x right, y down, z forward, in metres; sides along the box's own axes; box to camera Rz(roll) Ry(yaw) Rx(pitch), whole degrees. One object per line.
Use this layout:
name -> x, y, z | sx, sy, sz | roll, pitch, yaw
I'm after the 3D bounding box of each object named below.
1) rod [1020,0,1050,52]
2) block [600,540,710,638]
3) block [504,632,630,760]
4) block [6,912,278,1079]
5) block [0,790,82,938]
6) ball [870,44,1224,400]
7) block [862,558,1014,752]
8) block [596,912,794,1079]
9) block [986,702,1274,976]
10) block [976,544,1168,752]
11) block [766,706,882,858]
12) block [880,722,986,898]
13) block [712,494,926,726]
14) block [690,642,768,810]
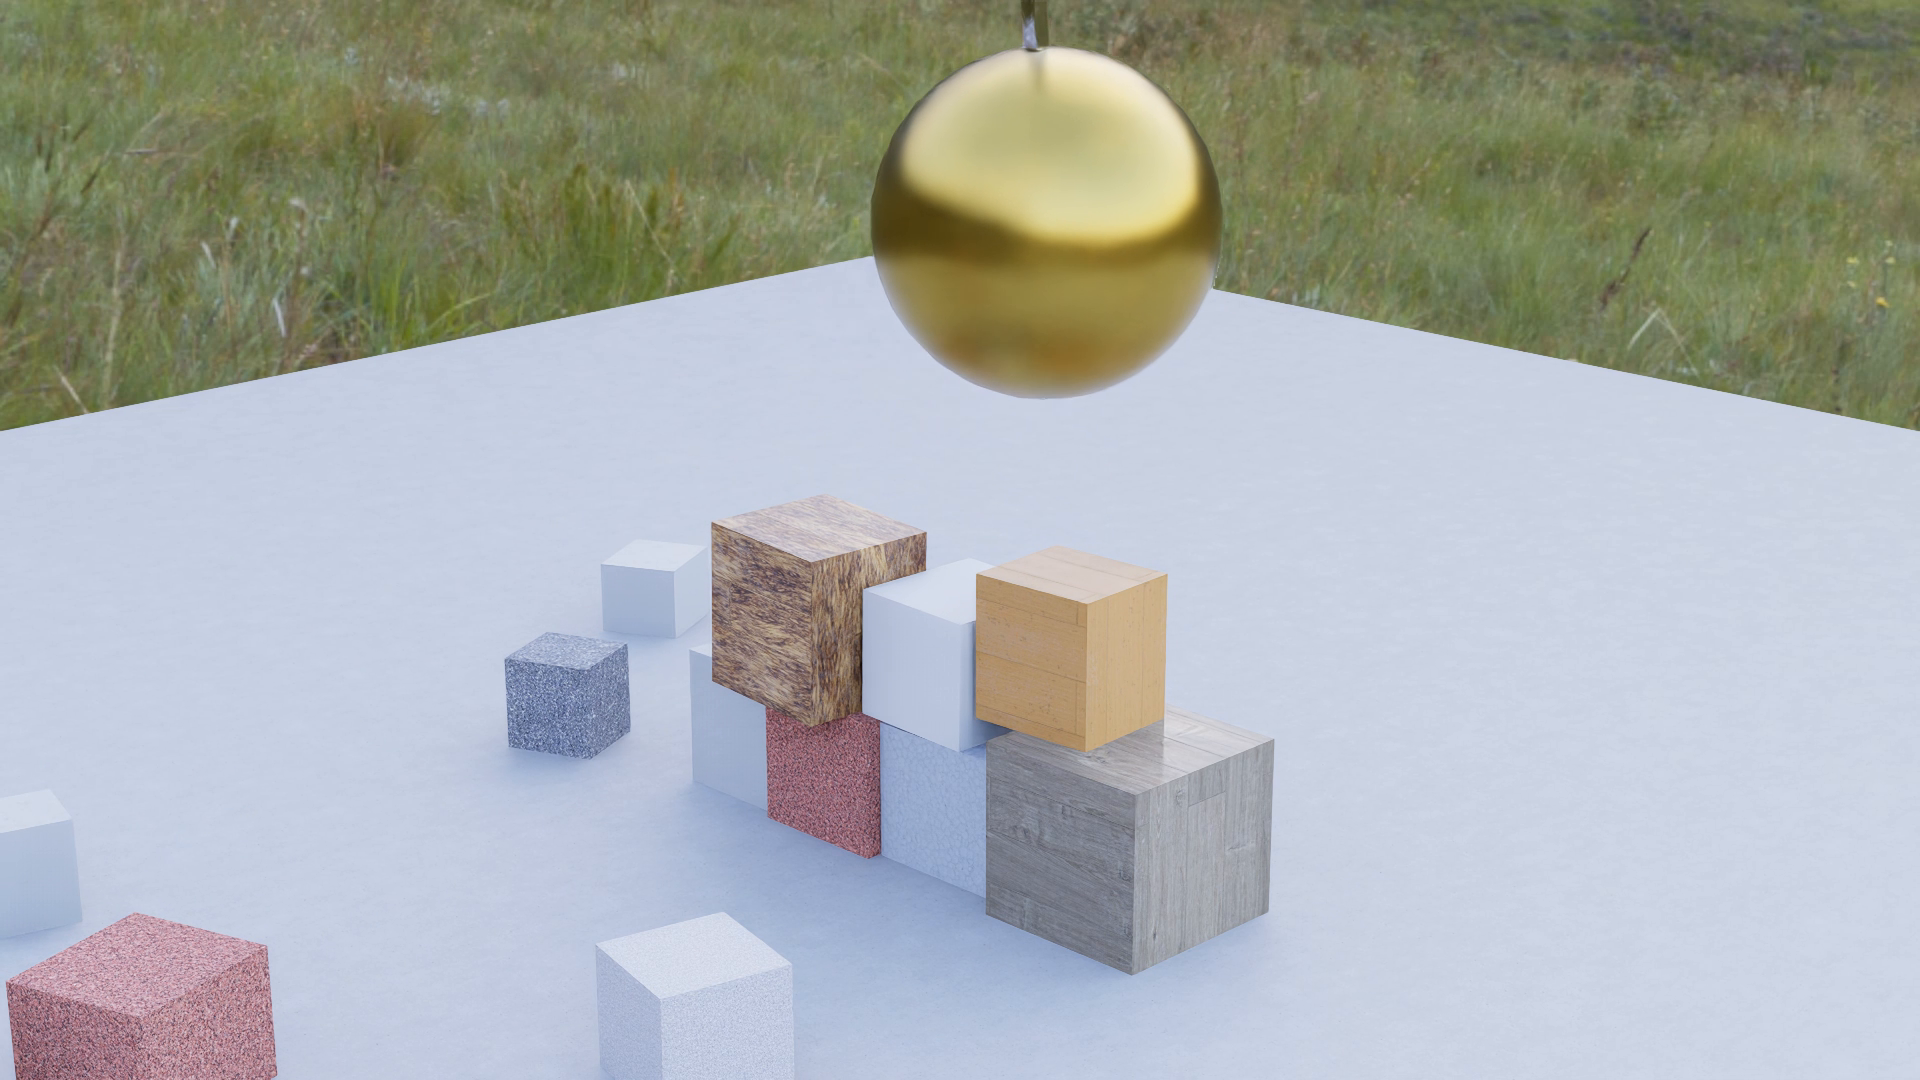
rod -> 0.169, -4.600, 12.074 | 0.080, 5.200, 0.080 | 17, 29, 42
block -> -1.743, 0.276, 16.802 | 0.449, 0.399, 0.491 | 6, 18, 17
block -> -2.006, 0.793, 15.018 | 0.470, 0.481, 0.438 | 7, 19, 21
block -> -3.164, 1.897, 11.371 | 0.676, 0.562, 0.704 | 9, 20, 26
block -> -4.166, 1.434, 12.966 | 0.422, 0.489, 0.401 | -10, 20, -29
ball -> 0.391, -1.437, 13.300 | 1.600, 1.600, 1.600 | 0, 17, 0
block -> 0.020, 0.517, 13.467 | 0.681, 0.606, 0.641 | -16, 25, -42
block -> -1.042, 1.868, 11.520 | 0.569, 0.529, 0.574 | -11, 20, -30
block -> 0.745, 1.268, 12.933 | 0.912, 0.826, 0.872 | -17, 24, -42
block -> 0.491, 0.470, 12.963 | 0.631, 0.677, 0.555 | 15, 23, 39
block -> -0.386, 1.001, 14.041 | 0.701, 0.671, 0.822 | 17, 24, 42
block -> 0.164, 1.162, 13.544 | 0.708, 0.661, 0.796 | -17, 24, -42
block -> -0.664, 0.315, 13.737 | 0.691, 0.797, 0.734 | -15, 25, -40
block -> -0.858, 0.852, 14.484 | 0.709, 0.689, 0.613 | -17, 24, -42
